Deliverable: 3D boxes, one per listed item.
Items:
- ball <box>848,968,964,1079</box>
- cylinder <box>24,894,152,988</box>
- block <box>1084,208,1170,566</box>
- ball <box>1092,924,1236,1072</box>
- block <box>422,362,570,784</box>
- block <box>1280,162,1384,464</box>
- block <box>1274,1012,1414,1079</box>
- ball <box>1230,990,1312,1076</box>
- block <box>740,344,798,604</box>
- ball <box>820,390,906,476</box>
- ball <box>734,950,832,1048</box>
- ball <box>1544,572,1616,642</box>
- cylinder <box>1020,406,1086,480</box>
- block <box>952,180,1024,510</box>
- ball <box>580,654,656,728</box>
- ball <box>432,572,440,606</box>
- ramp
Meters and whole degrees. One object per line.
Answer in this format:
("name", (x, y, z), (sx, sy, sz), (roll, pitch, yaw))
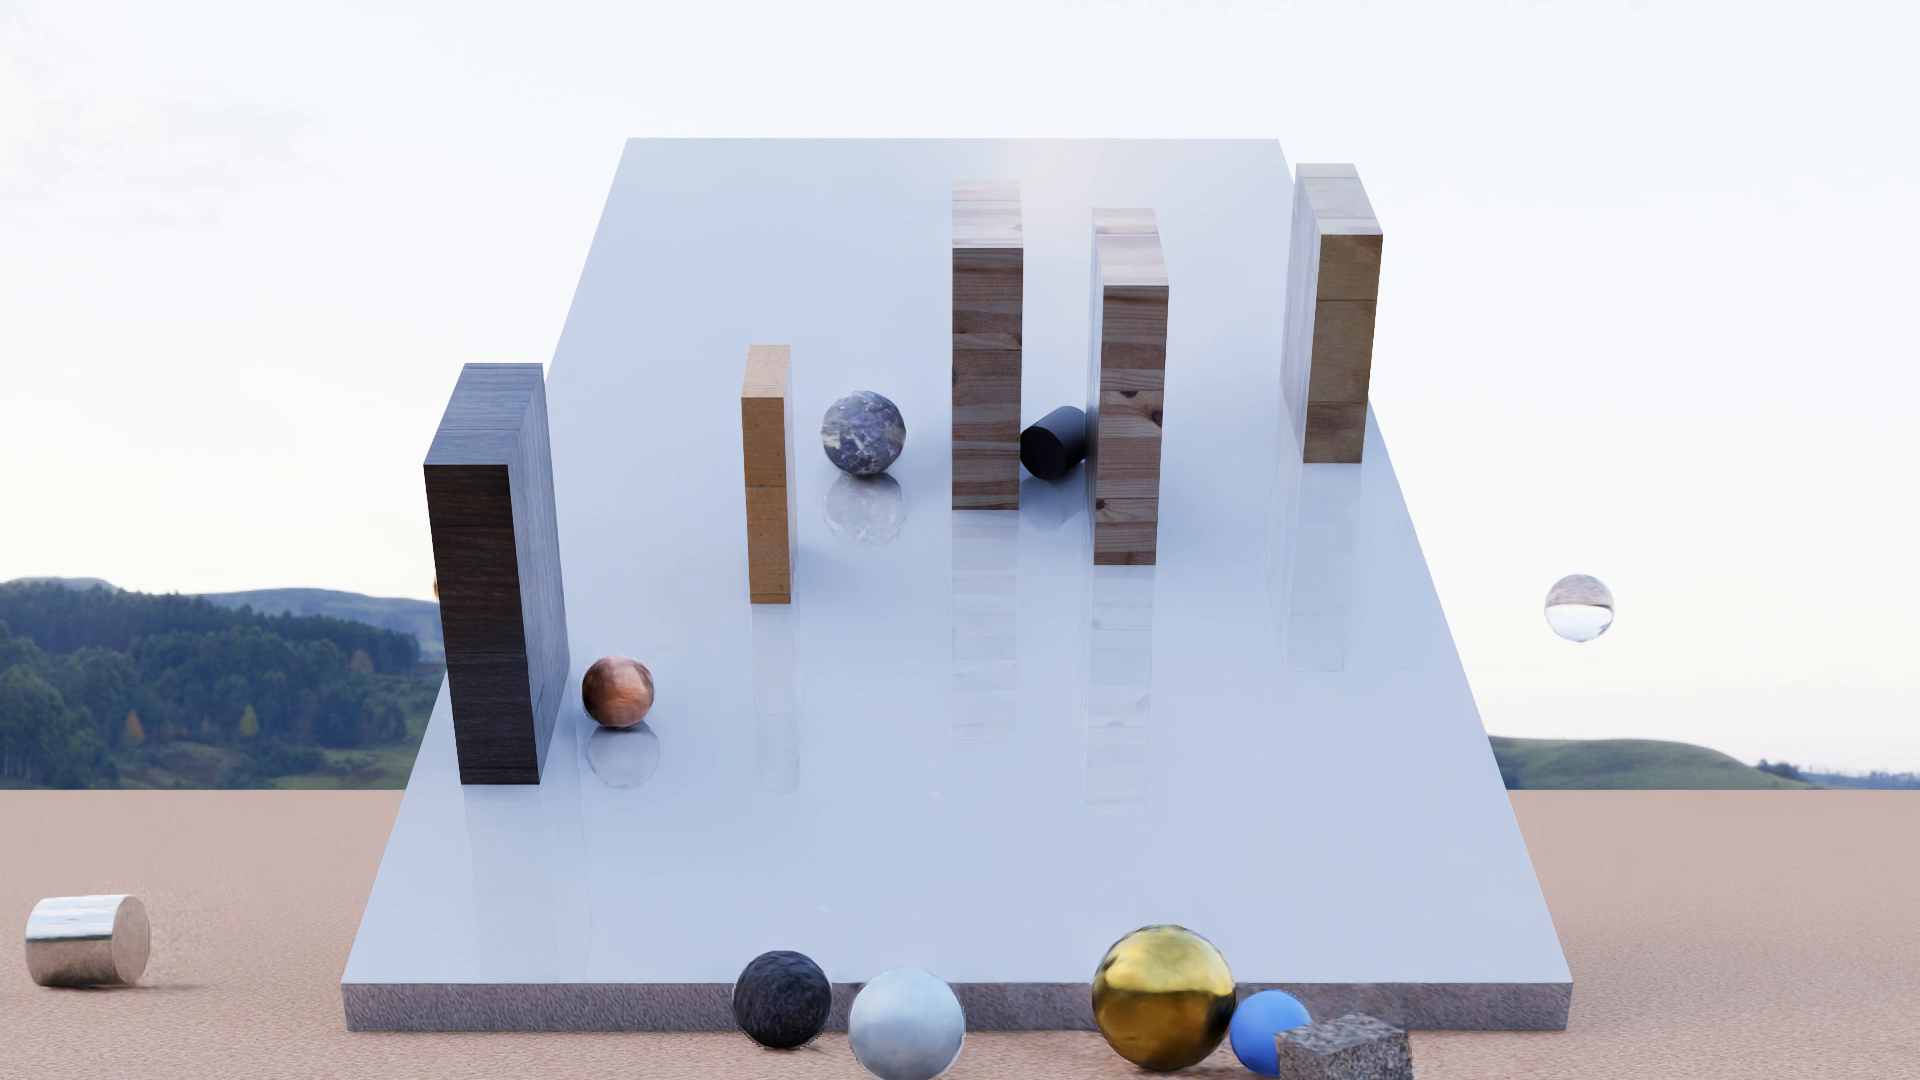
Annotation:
("ball", (-0.072, 0.657, 3.252), (0.155, 0.155, 0.155), (0, -6, 0))
("cylinder", (-1.731, 0.796, 4.776), (0.175, 0.175, 0.175), (3, -5, 10))
("block", (0.349, -0.328, 5.115), (0.131, 0.641, 0.418), (0, 29, 0))
("ball", (0.288, 0.647, 3.402), (0.205, 0.205, 0.205), (0, -6, 0))
("block", (-0.837, 0.060, 4.397), (0.143, 0.657, 0.406), (0, 29, 0))
("block", (0.852, -0.528, 5.557), (0.135, 0.560, 0.441), (0, 29, 0))
("block", (0.438, 0.610, 2.723), (0.109, 0.109, 0.109), (-10, 5, -21))
("ball", (0.432, 0.684, 3.335), (0.117, 0.117, 0.117), (0, -6, 0))
("block", (-0.389, -0.135, 4.938), (0.084, 0.471, 0.248), (0, 29, 0))
("ball", (-0.218, -0.240, 5.414), (0.191, 0.191, 0.191), (0, -6, 0))
("ball", (-0.272, 0.704, 3.688), (0.150, 0.150, 0.150), (0, -6, 0))
("ball", (1.302, 0.142, 5.054), (0.147, 0.147, 0.147), (0, -6, 0))
("cylinder", (0.221, -0.221, 5.444), (0.130, 0.130, 0.130), (-5, 20, 40))
("block", (0.057, -0.433, 5.322), (0.149, 0.620, 0.396), (0, 29, 0))
("ball", (-0.644, 0.284, 4.529), (0.138, 0.138, 0.138), (0, -6, 0))
("ball", (-0.961, 0.087, 4.724), (0.148, 0.148, 0.148), (0, -6, 0))
("ramp", (-0.012, -0.215, 5.669), (2.000, 0.100, 4.000), (0, 29, 0))
